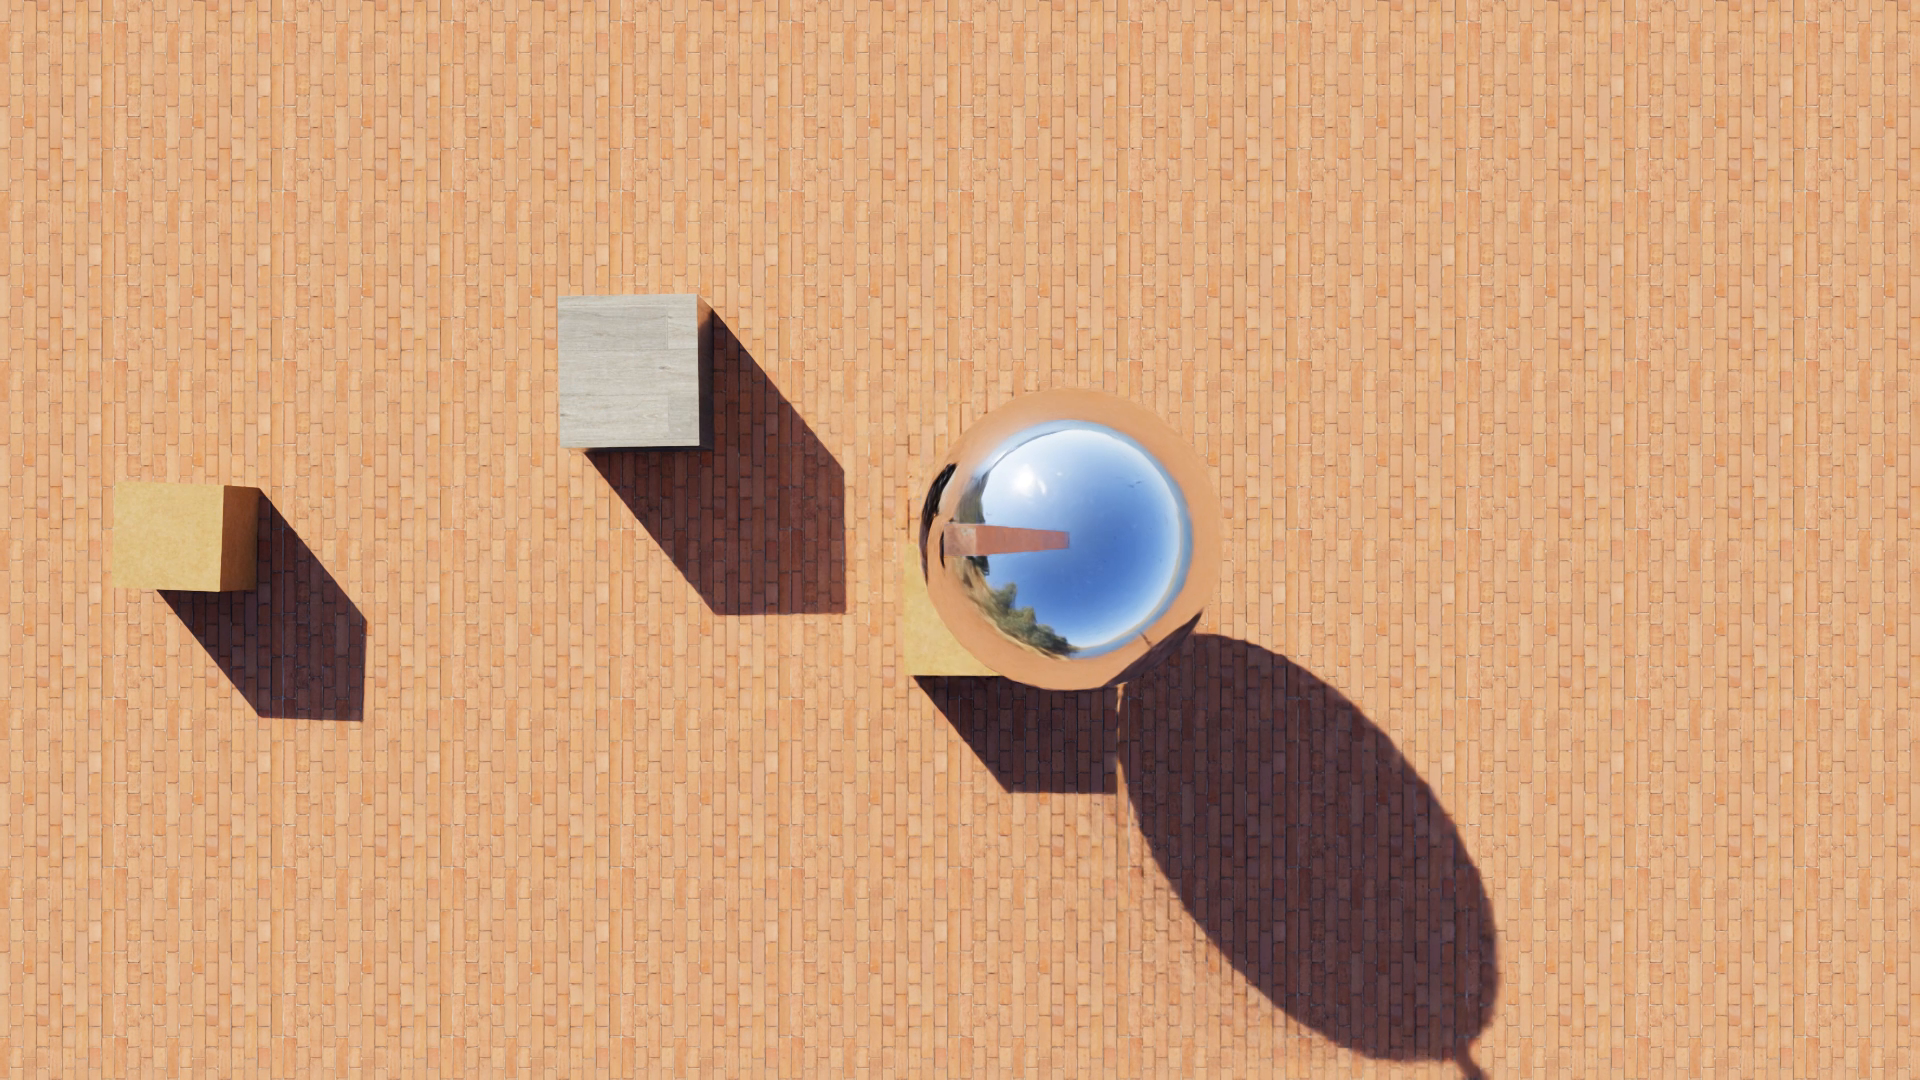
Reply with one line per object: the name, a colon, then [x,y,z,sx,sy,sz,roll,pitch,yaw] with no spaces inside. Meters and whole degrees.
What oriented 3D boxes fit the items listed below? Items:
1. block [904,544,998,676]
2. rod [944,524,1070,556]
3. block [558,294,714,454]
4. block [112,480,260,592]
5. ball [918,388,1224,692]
block: [0.003,0.395,12.705,0.645,0.590,0.738,0,90,0]
rod: [0.250,0.000,8.151,0.080,5.200,0.080,0,90,6]
block: [-1.845,-0.942,12.615,0.775,0.770,0.845,-1,90,0]
block: [-4.459,-0.022,12.686,0.611,0.629,0.600,2,90,0]
ball: [0.577,0.000,11.535,1.600,1.600,1.600,0,90,0]
